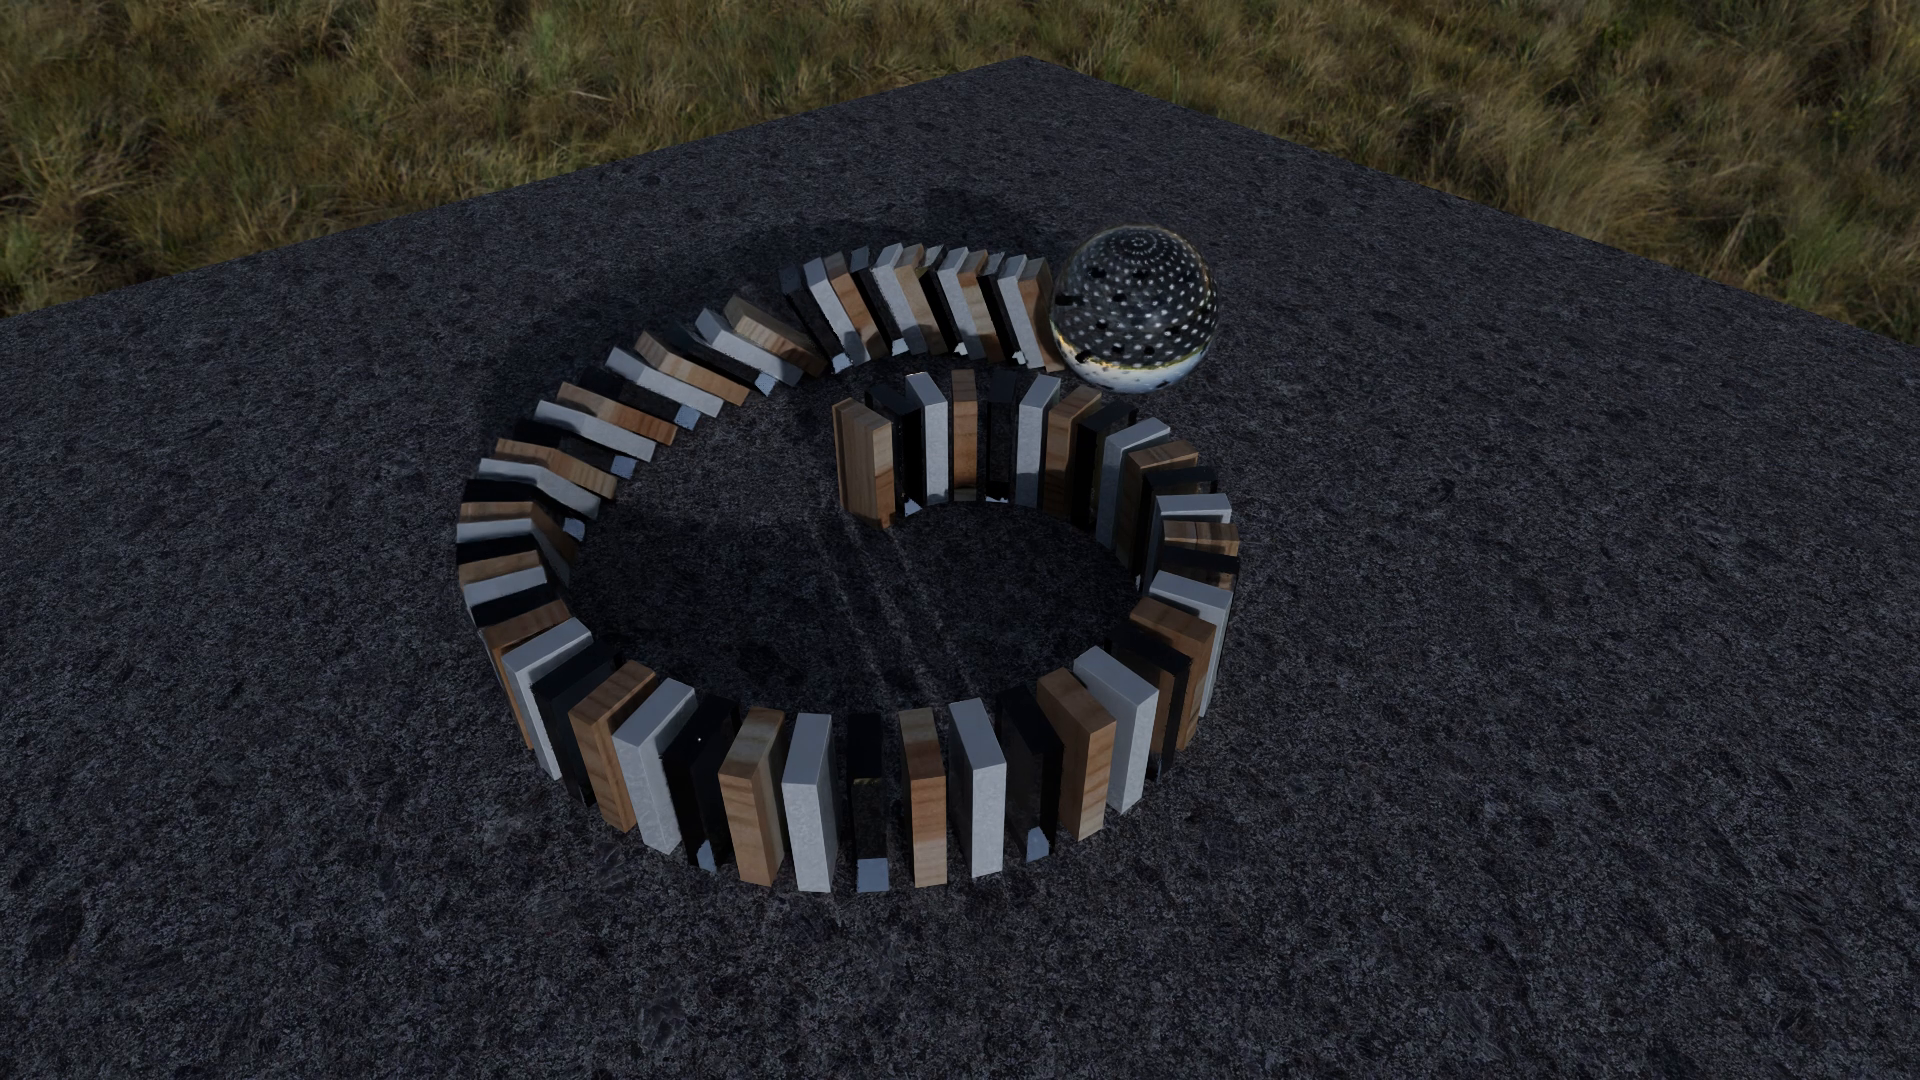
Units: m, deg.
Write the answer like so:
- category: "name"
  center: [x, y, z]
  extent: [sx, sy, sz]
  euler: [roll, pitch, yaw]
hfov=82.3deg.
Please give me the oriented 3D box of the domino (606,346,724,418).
- category: "domino"
  center: [-0.135, -0.072, 0.507]
  extent: [0.025, 0.010, 0.050]
  euler: [32, 6, 33]

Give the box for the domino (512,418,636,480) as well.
- category: "domino"
  center: [-0.161, -0.038, 0.463]
  extent: [0.025, 0.050, 0.009]
  euler: [14, 85, 16]

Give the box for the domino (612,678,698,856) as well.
- category: "domino"
  center: [-0.087, 0.068, 0.328]
  extent: [0.009, 0.050, 0.025]
  euler: [18, 42, 20]

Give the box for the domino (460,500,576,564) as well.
- category: "domino"
  center: [-0.166, -0.002, 0.416]
  extent: [0.025, 0.050, 0.010]
  euler: [-2, 73, -2]

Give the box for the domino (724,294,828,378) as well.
- category: "domino"
  center: [-0.090, -0.100, 0.540]
  extent: [0.050, 0.009, 0.025]
  euler: [26, 20, -37]

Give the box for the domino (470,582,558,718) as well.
- category: "domino"
  center: [-0.143, 0.037, 0.365]
  extent: [0.025, 0.050, 0.010]
  euler: [-19, 53, -22]

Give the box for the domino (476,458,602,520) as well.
- category: "domino"
  center: [-0.167, -0.020, 0.440]
  extent: [0.025, 0.050, 0.009]
  euler: [8, 79, 9]

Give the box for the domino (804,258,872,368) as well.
- category: "domino"
  center: [-0.061, -0.114, 0.551]
  extent: [0.009, 0.050, 0.025]
  euler: [-25, 41, 5]

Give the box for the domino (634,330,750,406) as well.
- category: "domino"
  center: [-0.125, -0.080, 0.517]
  extent: [0.025, 0.009, 0.050]
  euler: [39, 11, 37]

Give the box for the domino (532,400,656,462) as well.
- category: "domino"
  center: [-0.157, -0.047, 0.474]
  extent: [0.025, 0.050, 0.009]
  euler: [17, 87, 20]

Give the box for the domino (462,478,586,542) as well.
- category: "domino"
  center: [-0.168, -0.011, 0.428]
  extent: [0.025, 0.050, 0.010]
  euler: [5, 76, 6]

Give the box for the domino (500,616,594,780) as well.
- category: "domino"
  center: [-0.126, 0.051, 0.349]
  extent: [0.009, 0.050, 0.025]
  euler: [32, 49, 33]

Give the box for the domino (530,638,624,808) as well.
- category: "domino"
  center: [-0.114, 0.057, 0.341]
  extent: [0.009, 0.050, 0.025]
  euler: [26, 46, 28]

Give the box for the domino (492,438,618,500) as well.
- category: "domino"
  center: [-0.165, -0.029, 0.451]
  extent: [0.025, 0.050, 0.009]
  euler: [11, 82, 13]

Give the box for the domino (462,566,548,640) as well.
- category: "domino"
  center: [-0.149, 0.030, 0.375]
  extent: [0.025, 0.050, 0.009]
  euler: [-15, 57, -18]

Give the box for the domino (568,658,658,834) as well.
- category: "domino"
  center: [-0.101, 0.063, 0.334]
  extent: [0.010, 0.050, 0.025]
  euler: [22, 44, 24]

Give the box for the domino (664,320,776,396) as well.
- category: "domino"
  center: [-0.114, -0.087, 0.525]
  extent: [0.050, 0.009, 0.025]
  euler: [22, 16, -49]

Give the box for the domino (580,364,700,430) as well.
- category: "domino"
  center: [-0.144, -0.064, 0.497]
  extent: [0.025, 0.009, 0.050]
  euler: [25, 2, 28]

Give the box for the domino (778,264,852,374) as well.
- category: "domino"
  center: [-0.072, -0.109, 0.545]
  extent: [0.010, 0.050, 0.025]
  euler: [-28, 40, 5]

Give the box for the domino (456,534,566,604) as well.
- category: "domino"
  center: [-0.160, 0.015, 0.394]
  extent: [0.025, 0.050, 0.009]
  euler: [-8, 66, -10]

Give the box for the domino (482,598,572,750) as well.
- category: "domino"
  center: [-0.135, 0.044, 0.357]
  extent: [0.025, 0.050, 0.009]
  euler: [-25, 50, -27]

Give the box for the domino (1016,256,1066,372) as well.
- category: "domino"
  center: [0.043, -0.112, 0.548]
  extent: [0.010, 0.050, 0.025]
  euler: [-8, 35, 23]

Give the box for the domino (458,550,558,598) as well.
- category: "domino"
  center: [-0.155, 0.022, 0.384]
  extent: [0.025, 0.050, 0.009]
  euler: [-12, 62, -14]

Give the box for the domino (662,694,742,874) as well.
- category: "domino"
  center: [-0.073, 0.072, 0.324]
  extent: [0.010, 0.050, 0.025]
  euler: [13, 41, 16]

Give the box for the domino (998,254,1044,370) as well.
- category: "domino"
  center: [0.033, -0.114, 0.551]
  extent: [0.010, 0.050, 0.025]
  euler: [-8, 35, 23]

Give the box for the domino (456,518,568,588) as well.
- category: "domino"
  center: [-0.164, 0.007, 0.405]
  extent: [0.025, 0.050, 0.009]
  euler: [-5, 70, -6]

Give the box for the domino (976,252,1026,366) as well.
- category: "domino"
  center: [0.024, -0.116, 0.553]
  extent: [0.010, 0.050, 0.025]
  euler: [-8, 35, 23]

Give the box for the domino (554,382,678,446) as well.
- category: "domino"
  center: [-0.151, -0.055, 0.486]
  extent: [0.025, 0.009, 0.050]
  euler: [21, 0, 24]

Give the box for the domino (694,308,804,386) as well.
- category: "domino"
  center: [-0.102, -0.093, 0.533]
  extent: [0.050, 0.010, 0.025]
  euler: [23, 19, -44]

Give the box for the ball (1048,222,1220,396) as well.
- category: "ball"
  center: [0.082, -0.109, 0.521]
  extent: [0.080, 0.080, 0.080]
  euler: [0, 39, 0]

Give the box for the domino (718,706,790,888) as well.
- category: "domino"
  center: [-0.058, 0.075, 0.320]
  extent: [0.009, 0.050, 0.025]
  euler: [9, 40, 10]
